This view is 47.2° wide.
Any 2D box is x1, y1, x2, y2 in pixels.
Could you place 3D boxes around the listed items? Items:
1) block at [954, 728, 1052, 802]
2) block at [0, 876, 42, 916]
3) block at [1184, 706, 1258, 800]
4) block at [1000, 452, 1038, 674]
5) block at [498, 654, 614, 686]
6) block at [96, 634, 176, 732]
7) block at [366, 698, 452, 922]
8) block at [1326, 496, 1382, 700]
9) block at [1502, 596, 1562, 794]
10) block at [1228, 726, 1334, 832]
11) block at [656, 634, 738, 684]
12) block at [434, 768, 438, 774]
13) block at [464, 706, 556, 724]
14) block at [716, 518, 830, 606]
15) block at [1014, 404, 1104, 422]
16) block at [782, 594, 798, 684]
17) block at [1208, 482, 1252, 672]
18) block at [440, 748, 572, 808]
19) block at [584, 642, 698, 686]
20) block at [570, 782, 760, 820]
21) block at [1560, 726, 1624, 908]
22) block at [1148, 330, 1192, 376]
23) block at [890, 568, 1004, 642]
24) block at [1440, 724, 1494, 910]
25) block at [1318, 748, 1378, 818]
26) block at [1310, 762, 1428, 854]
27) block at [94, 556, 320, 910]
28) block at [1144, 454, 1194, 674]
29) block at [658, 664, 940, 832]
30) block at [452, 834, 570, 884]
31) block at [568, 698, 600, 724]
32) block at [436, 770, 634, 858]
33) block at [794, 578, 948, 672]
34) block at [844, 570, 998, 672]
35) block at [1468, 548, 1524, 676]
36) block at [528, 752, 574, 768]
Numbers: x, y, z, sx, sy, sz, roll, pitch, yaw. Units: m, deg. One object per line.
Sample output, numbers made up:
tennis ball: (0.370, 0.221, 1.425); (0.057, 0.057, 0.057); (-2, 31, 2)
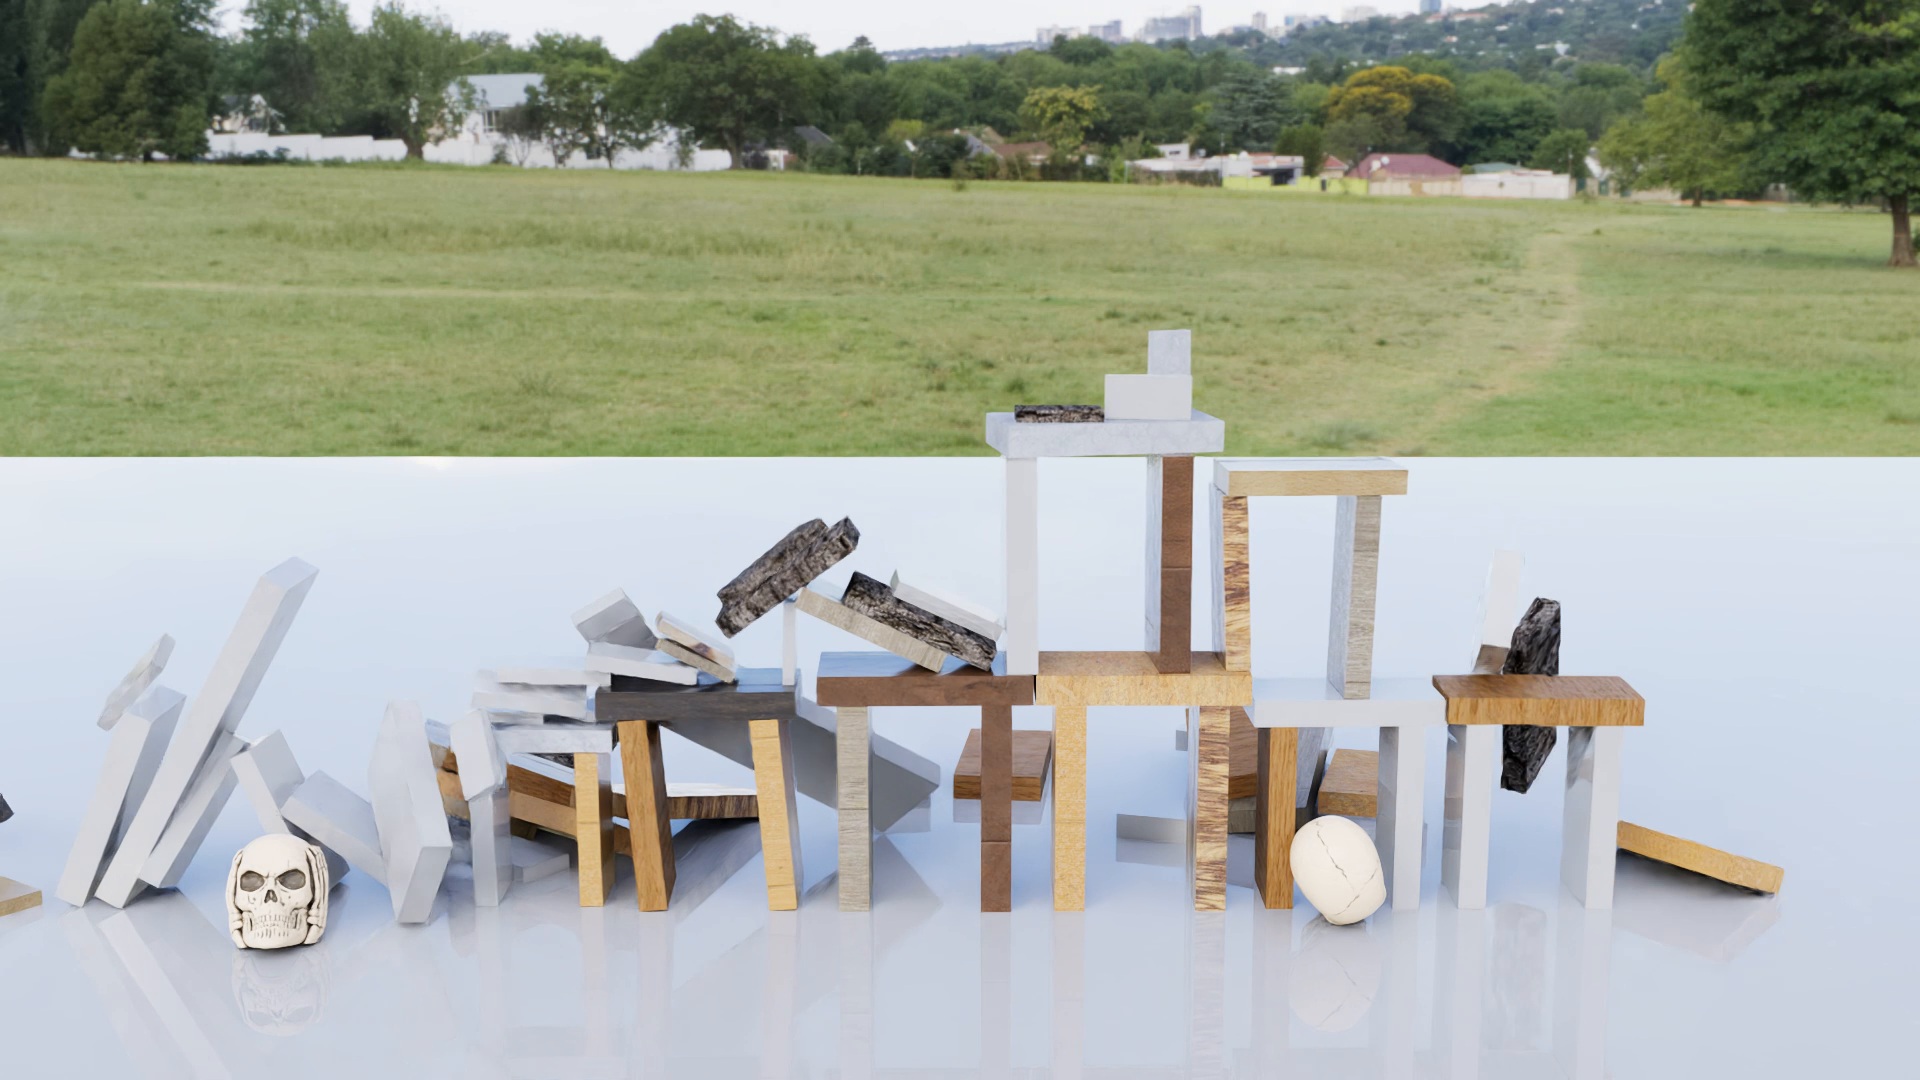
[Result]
block: (0.088, 0.441, 4.341); (0.167, 0.047, 0.333); (1, 11, 6)
block: (-1.605, 0.584, 3.633); (0.173, 0.024, 0.086); (8, 13, 36)
block: (0.511, 0.392, 4.135); (0.158, 0.045, 0.317); (-10, 20, 7)
block: (0.096, 0.027, 3.572); (0.050, 0.351, 0.176); (-1, 11, -2)
block: (-0.658, 0.212, 3.586); (0.180, 0.026, 0.090); (2, 10, -7)
block: (-1.410, 0.244, 3.763); (0.024, 0.173, 0.086); (38, 22, -23)
block: (-0.899, 0.437, 3.577); (0.048, 0.171, 0.341); (6, 36, -29)
block: (0.641, 0.080, 3.581); (0.041, 0.330, 0.144); (1, 10, -3)
block: (1.001, 0.274, 3.856); (0.044, 0.313, 0.157); (14, 39, 30)
block: (0.600, 0.423, 4.136); (0.158, 0.045, 0.416); (-5, 21, 19)
block: (-0.429, 0.190, 3.589); (0.136, 0.019, 0.068); (26, 7, -6)
block: (-0.938, 0.412, 4.180); (0.099, 0.028, 0.198); (19, 32, 5)
block: (-0.741, 0.285, 3.627); (0.134, 0.019, 0.067); (1, 10, 8)
block: (-0.305, 0.036, 3.584); (0.189, 0.027, 0.094); (-41, 10, -25)
block: (0.158, -0.202, 3.515); (0.138, 0.020, 0.069); (0, 11, -2)
block: (-0.277, 0.162, 3.583); (0.019, 0.136, 0.068); (1, 10, -1)
block: (0.440, 0.057, 3.588); (0.041, 0.287, 0.144); (-3, 11, -2)
block: (-0.776, 0.438, 3.942); (0.303, 0.043, 0.152); (21, -12, -11)
block: (-0.517, 0.200, 3.583); (0.180, 0.025, 0.090); (9, 10, -6)
block: (-0.507, 0.467, 3.939); (0.144, 0.041, 0.418); (6, -2, 30)
block: (1.046, 0.436, 3.645); (0.044, 0.311, 0.156); (0, 11, 0)
block: (0.339, -0.271, 3.565); (0.069, 0.138, 0.020); (-5, 12, -26)
block: (-0.023, 0.107, 3.626); (0.189, 0.027, 0.095); (24, 9, -10)
block: (0.840, 0.436, 3.643); (0.044, 0.311, 0.156); (1, 11, 2)
block: (0.756, 0.450, 4.083); (0.145, 0.041, 0.291); (3, 11, 16)
block: (0.665, 0.470, 4.201); (0.145, 0.041, 0.662); (-3, 11, -17)
block: (-1.239, 0.315, 3.624); (0.048, 0.614, 0.171); (29, 10, -4)
block: (0.339, 0.025, 3.583); (0.050, 0.352, 0.175); (-1, 11, -3)
block: (-0.295, 0.350, 3.843); (0.533, 0.167, 0.047); (29, 37, -26)
block: (-0.781, 0.548, 3.816); (0.198, 0.028, 0.099); (9, 14, 40)
block: (-0.652, 0.270, 3.625); (0.134, 0.019, 0.067); (13, 12, 7)
block: (-0.750, 0.488, 3.914); (0.418, 0.043, 0.152); (9, -16, 39)
block: (-0.144, 0.133, 3.576); (0.255, 0.036, 0.127); (25, 9, -6)
block: (-0.065, 0.130, 3.575); (0.255, 0.036, 0.127); (25, 9, -6)
block: (0.890, 0.139, 3.667); (0.044, 0.157, 0.387); (8, -13, 11)
block: (-0.882, 0.427, 4.245); (0.288, 0.041, 0.144); (-10, 40, -35)
